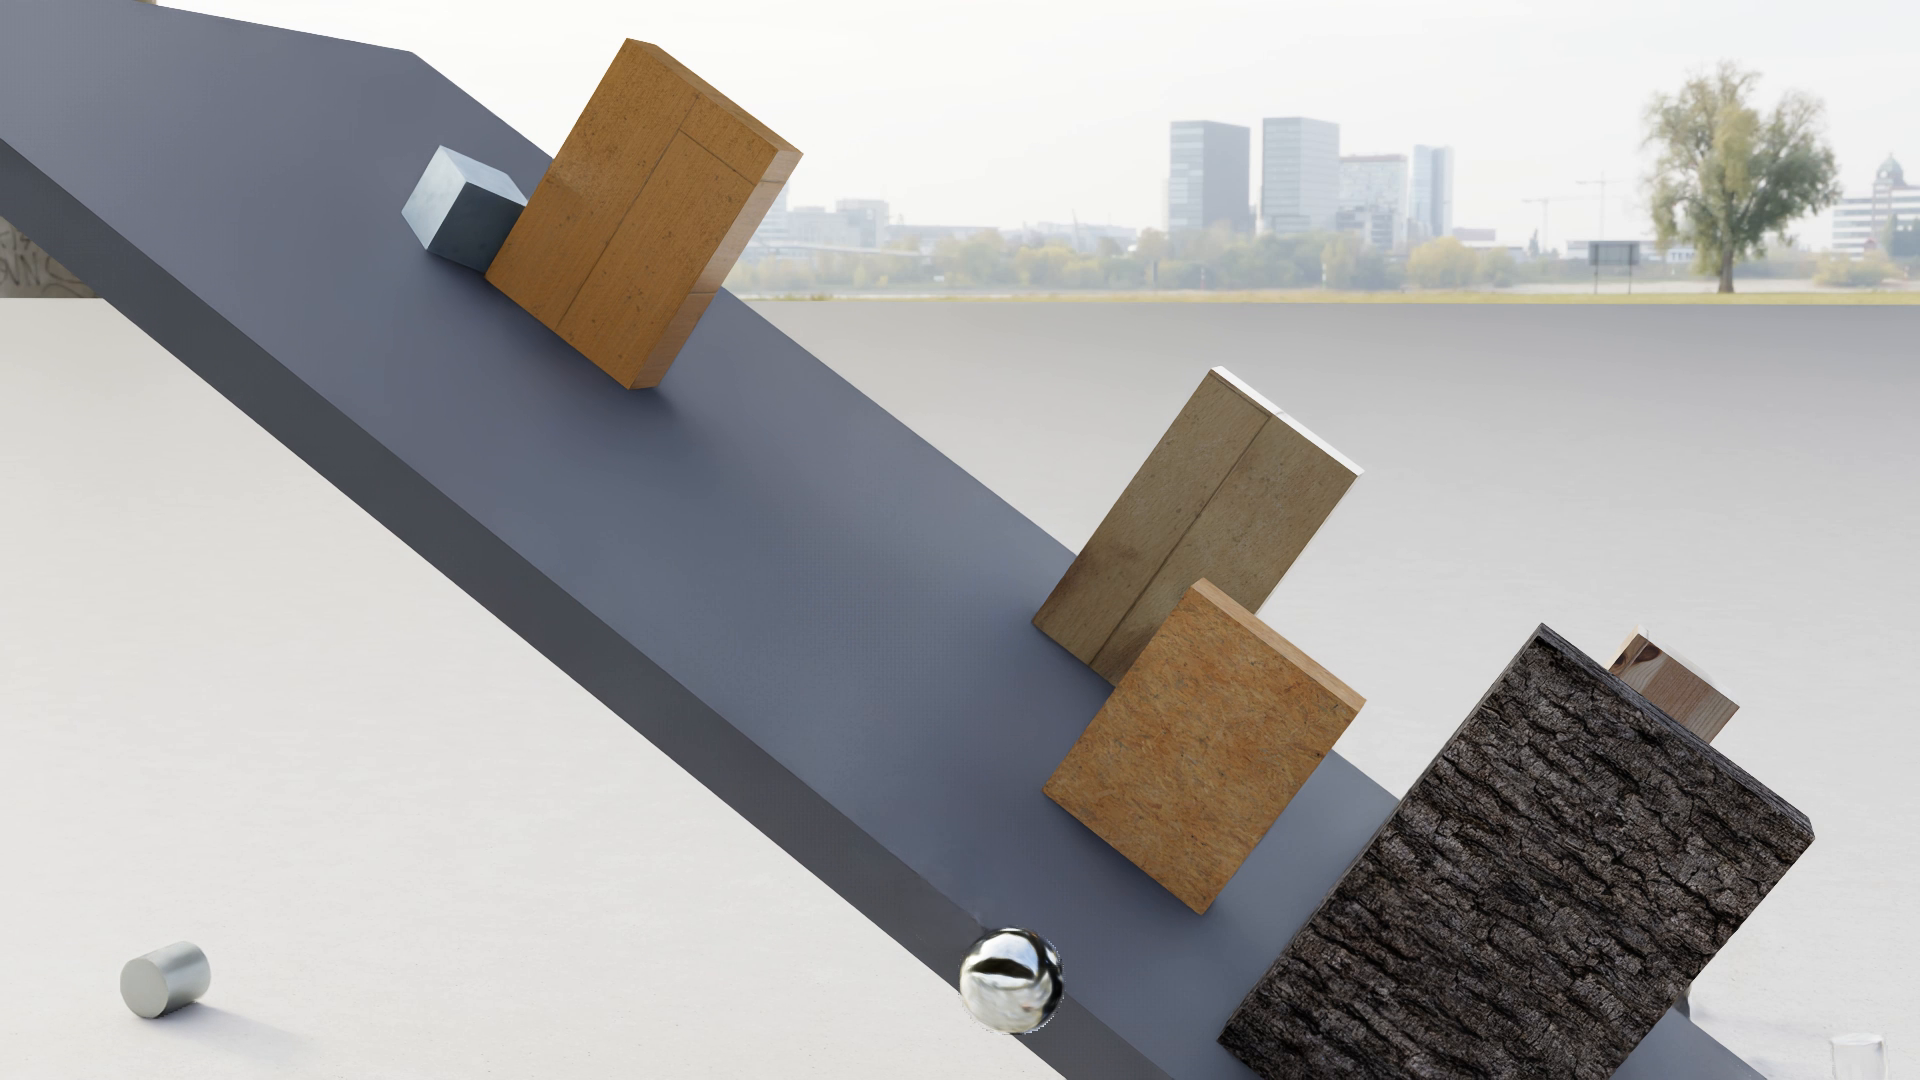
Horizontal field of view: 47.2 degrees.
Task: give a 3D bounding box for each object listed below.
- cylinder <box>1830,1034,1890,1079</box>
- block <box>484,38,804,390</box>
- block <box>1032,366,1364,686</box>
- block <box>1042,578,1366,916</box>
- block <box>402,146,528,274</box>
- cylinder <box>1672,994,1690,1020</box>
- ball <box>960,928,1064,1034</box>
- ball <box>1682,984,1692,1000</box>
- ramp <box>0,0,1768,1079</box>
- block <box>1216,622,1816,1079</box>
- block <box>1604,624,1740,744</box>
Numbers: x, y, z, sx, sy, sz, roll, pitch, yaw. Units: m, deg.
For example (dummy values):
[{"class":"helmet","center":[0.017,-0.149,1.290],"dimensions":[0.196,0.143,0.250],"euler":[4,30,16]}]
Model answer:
[{"class":"cylinder","center":[1.944,1.131,4.747],"dimensions":[0.108,0.108,0.108],"euler":[-7,-2,0]},{"class":"block","center":[-0.598,-0.610,4.139],"dimensions":[0.364,0.535,0.128],"euler":[37,16,10]},{"class":"block","center":[0.461,0.014,4.307],"dimensions":[0.345,0.619,0.109],"euler":[37,16,10]},{"class":"block","center":[0.394,0.334,3.576],"dimensions":[0.329,0.426,0.109],"euler":[37,16,10]},{"class":"block","center":[-0.941,-0.628,4.199],"dimensions":[0.154,0.154,0.154],"euler":[20,21,-43]},{"class":"cylinder","center":[1.641,1.129,5.281],"dimensions":[0.154,0.154,0.154],"euler":[-2,1,-18]},{"class":"ball","center":[0.067,0.577,2.881],"dimensions":[0.137,0.137,0.137],"euler":[0,7,0]},{"class":"ball","center":[1.787,1.125,5.557],"dimensions":[0.115,0.115,0.115],"euler":[0,7,0]},{"class":"ramp","center":[-0.090,0.161,4.082],"dimensions":[4.000,0.100,2.000],"euler":[37,16,10]},{"class":"block","center":[0.765,0.551,3.087],"dimensions":[0.442,0.749,0.119],"euler":[37,16,10]},{"class":"block","center":[1.308,0.505,4.561],"dimensions":[0.244,0.636,0.134],"euler":[37,16,10]}]
